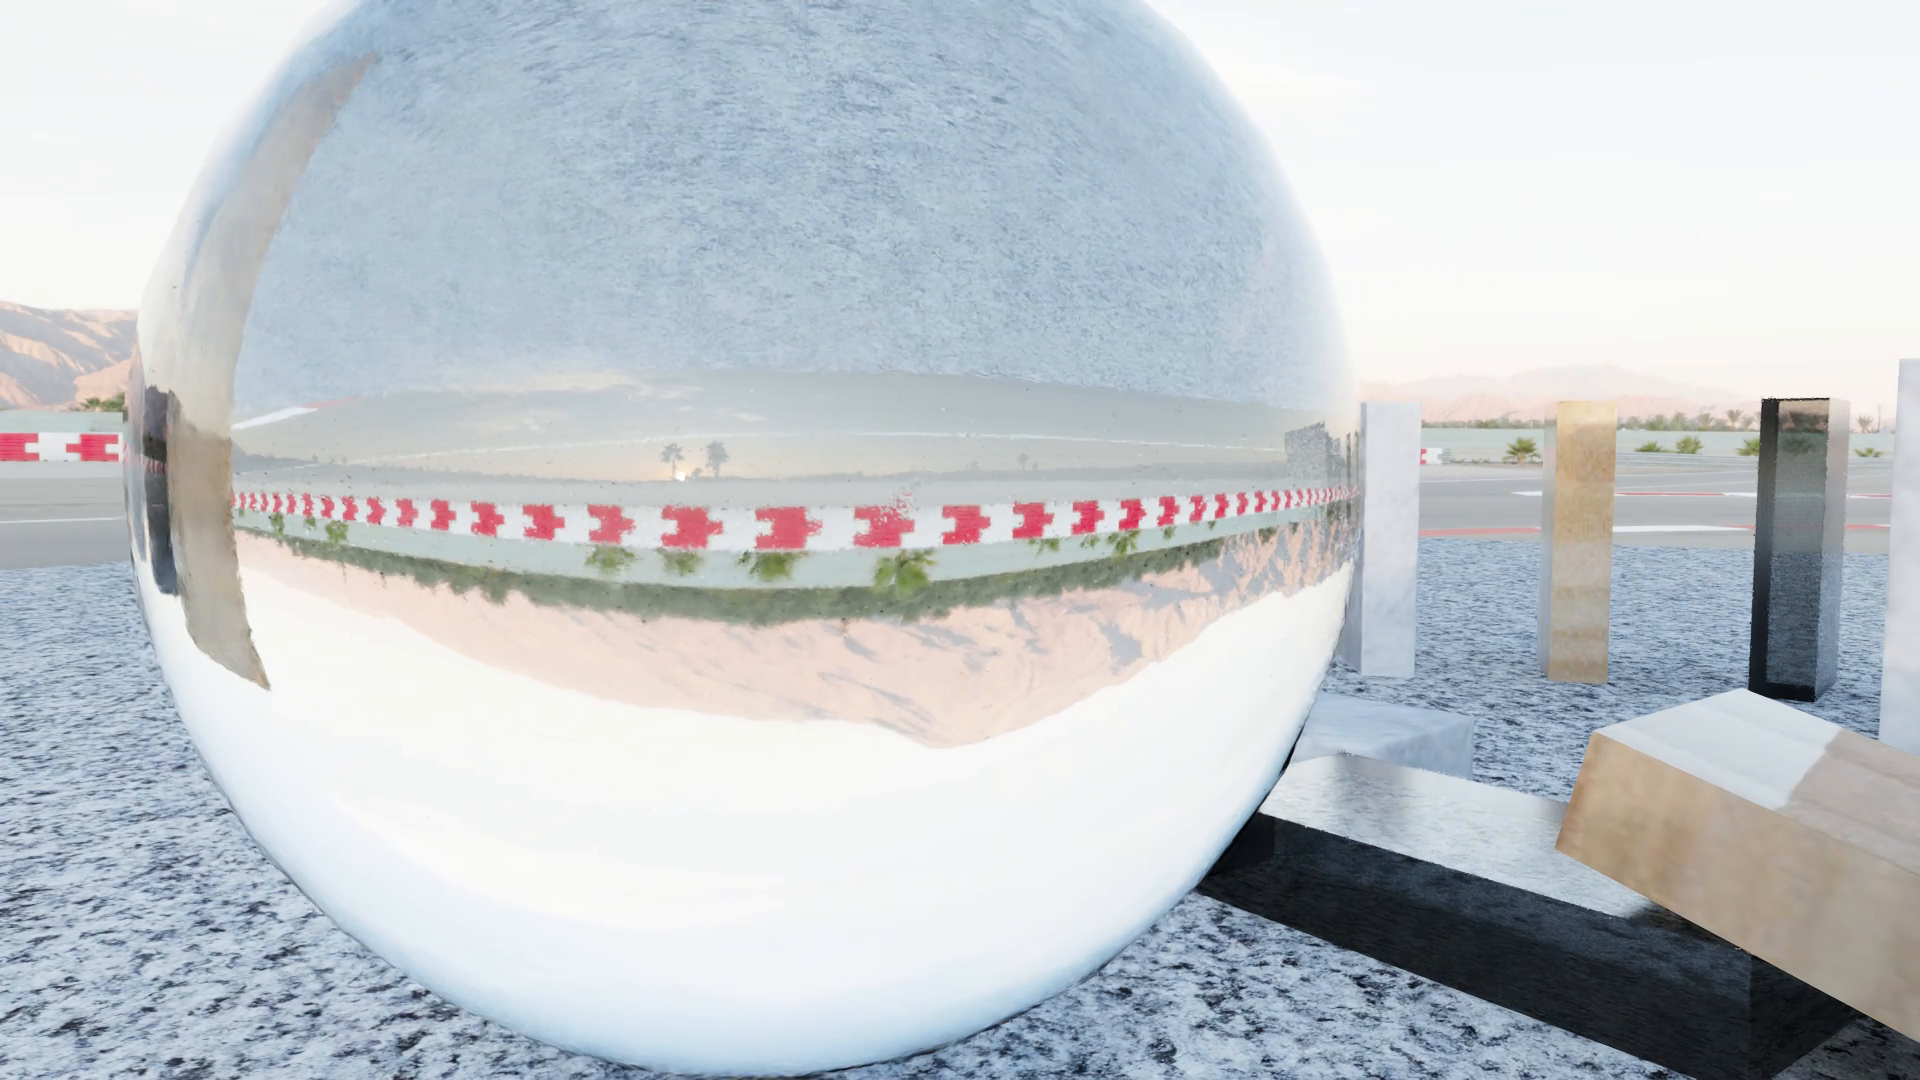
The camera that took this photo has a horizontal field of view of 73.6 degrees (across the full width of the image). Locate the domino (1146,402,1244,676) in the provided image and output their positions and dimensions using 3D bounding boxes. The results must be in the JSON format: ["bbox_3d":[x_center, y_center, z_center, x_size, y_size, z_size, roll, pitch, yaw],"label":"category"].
[{"bbox_3d":[0.044,-0.001,0.245,0.009,0.050,0.025,-1,4,-10],"label":"domino"}]

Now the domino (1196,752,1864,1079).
[{"bbox_3d":[0.046,0.030,0.111,0.025,0.010,0.050,-3,5,-37],"label":"domino"}]

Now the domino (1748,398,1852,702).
[{"bbox_3d":[0.145,0.001,0.222,0.010,0.050,0.025,4,6,41],"label":"domino"}]

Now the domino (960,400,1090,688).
[{"bbox_3d":[0.011,0.000,0.233,0.009,0.050,0.025,-3,5,-36],"label":"domino"}]

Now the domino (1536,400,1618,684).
[{"bbox_3d":[0.114,0.000,0.239,0.009,0.050,0.025,2,5,20],"label":"domino"}]

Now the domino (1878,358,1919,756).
[{"bbox_3d":[0.094,0.009,0.108,0.009,0.050,0.025,-3,6,-39],"label":"domino"}]

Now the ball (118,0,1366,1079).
[{"bbox_3d":[-0.013,-0.004,0.092,0.080,0.080,0.080,0,4,0],"label":"ball"}]

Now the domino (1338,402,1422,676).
[{"bbox_3d":[0.080,-0.001,0.246,0.009,0.050,0.025,0,4,5],"label":"domino"}]

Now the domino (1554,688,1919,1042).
[{"bbox_3d":[0.069,0.025,0.081,0.025,0.010,0.050,-4,21,-38],"label":"domino"}]

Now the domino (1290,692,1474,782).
[{"bbox_3d":[0.036,0.025,0.166,0.025,0.009,0.050,-4,6,-43],"label":"domino"}]
